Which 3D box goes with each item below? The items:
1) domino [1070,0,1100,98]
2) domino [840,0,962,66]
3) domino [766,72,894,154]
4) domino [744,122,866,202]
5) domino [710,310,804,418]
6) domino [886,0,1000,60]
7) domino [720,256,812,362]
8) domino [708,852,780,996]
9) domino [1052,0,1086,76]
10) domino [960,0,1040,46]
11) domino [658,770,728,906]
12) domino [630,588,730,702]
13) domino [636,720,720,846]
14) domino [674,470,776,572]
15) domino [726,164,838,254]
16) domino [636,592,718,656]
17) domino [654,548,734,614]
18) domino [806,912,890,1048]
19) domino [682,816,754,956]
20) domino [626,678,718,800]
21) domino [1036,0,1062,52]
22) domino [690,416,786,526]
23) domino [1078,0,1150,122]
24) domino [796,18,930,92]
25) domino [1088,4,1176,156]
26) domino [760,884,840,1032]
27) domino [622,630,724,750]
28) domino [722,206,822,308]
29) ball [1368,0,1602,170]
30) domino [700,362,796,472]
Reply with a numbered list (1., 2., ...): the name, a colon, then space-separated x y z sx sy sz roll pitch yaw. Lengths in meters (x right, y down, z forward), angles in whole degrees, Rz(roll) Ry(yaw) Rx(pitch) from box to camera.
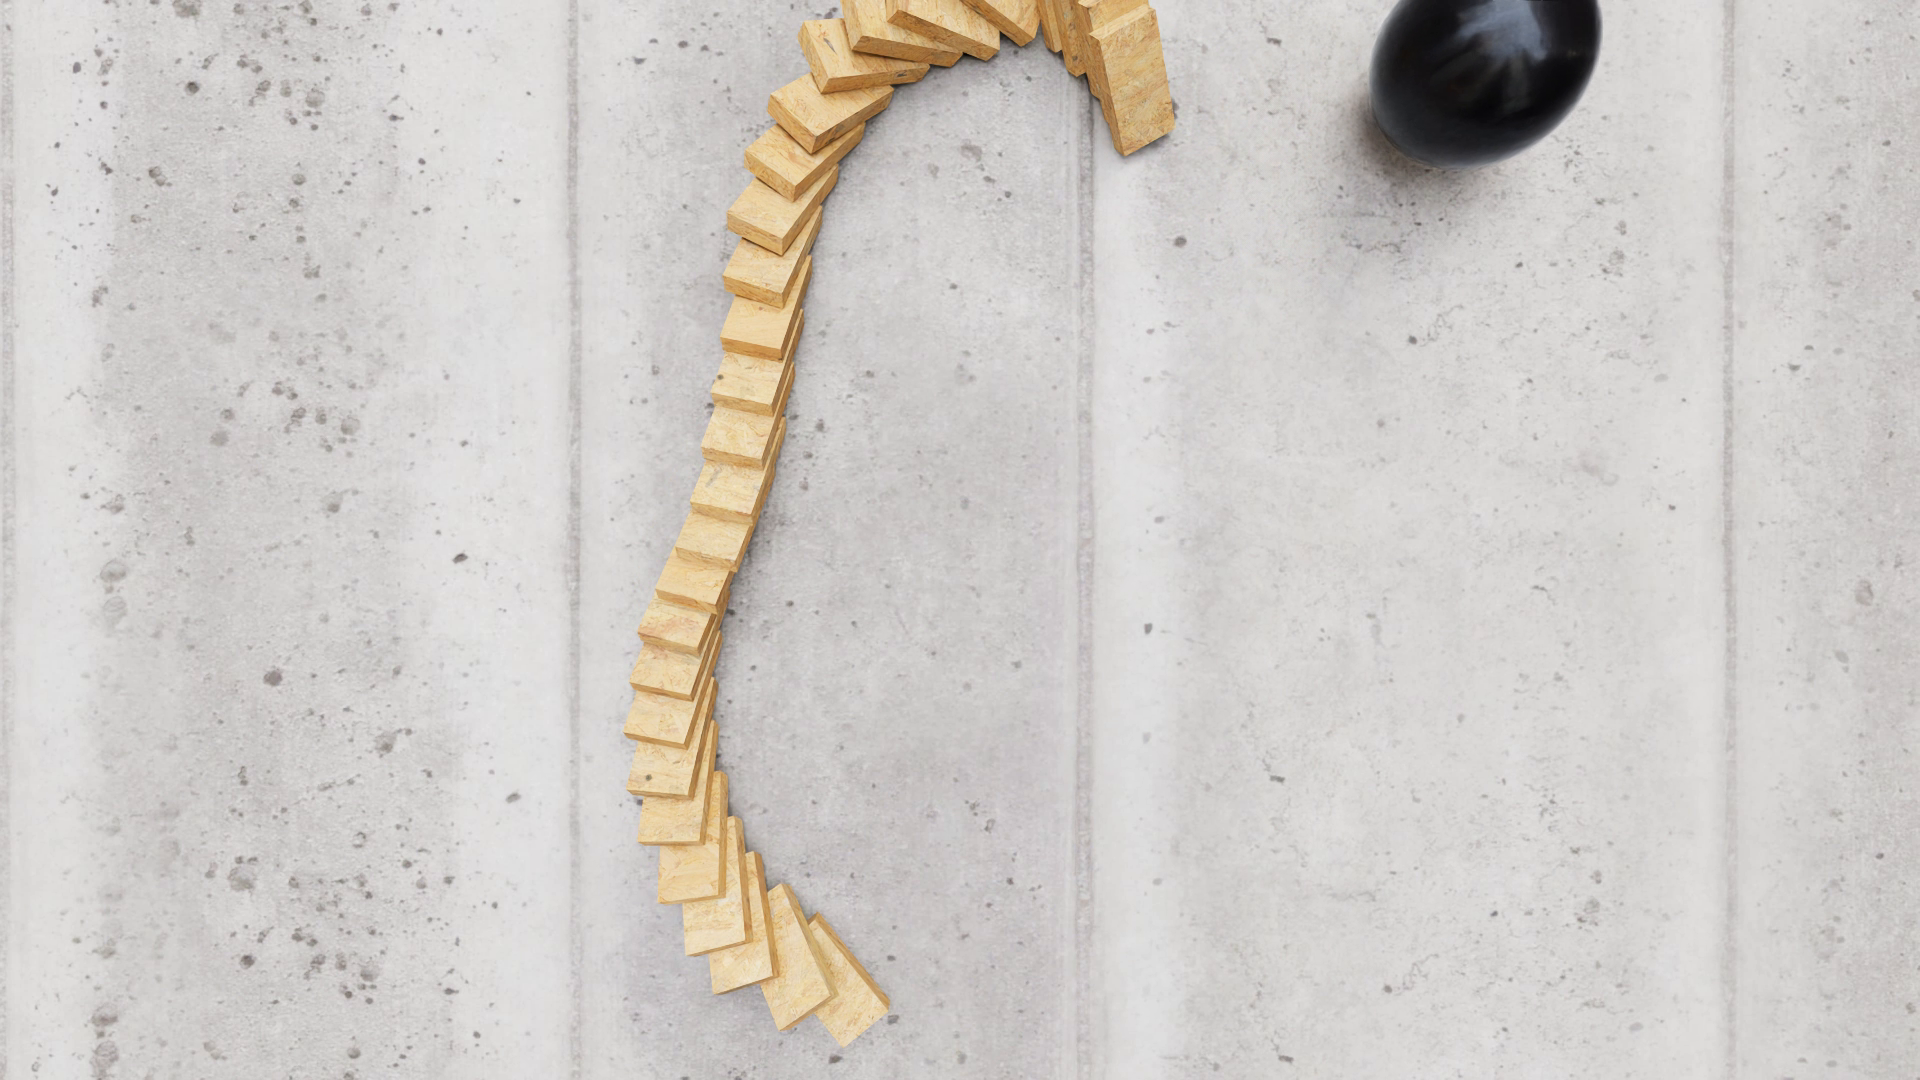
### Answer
1. domino: 0.062 -0.213 0.379 0.025 0.050 0.009 -29 47 0
2. domino: -0.024 -0.215 0.381 0.050 0.010 0.025 -11 87 -36
3. domino: -0.054 -0.184 0.383 0.025 0.010 0.050 43 59 0
4. domino: -0.065 -0.166 0.384 0.025 0.009 0.050 36 62 0
5. domino: -0.084 -0.077 0.385 0.025 0.009 0.050 12 64 0
6. domino: -0.007 -0.222 0.381 0.050 0.009 0.025 1 86 -35
7. domino: -0.081 -0.100 0.385 0.025 0.009 0.050 12 65 0
8. domino: -0.093 0.160 0.384 0.025 0.010 0.050 -18 61 1
9. domino: 0.052 -0.223 0.378 0.025 0.050 0.009 -27 47 -2
10. domino: 0.013 -0.233 0.382 0.050 0.010 0.025 20 84 -32
11. domino: -0.111 0.124 0.383 0.025 0.009 0.050 -8 61 3
12. domino: -0.116 0.040 0.384 0.025 0.010 0.050 12 61 0
13. domino: -0.117 0.101 0.384 0.025 0.010 0.050 0 62 0
14. domino: -0.097 -0.013 0.383 0.025 0.010 0.050 14 59 0
15. domino: -0.074 -0.144 0.384 0.025 0.009 0.050 25 62 1
16. domino: -0.112 0.021 0.383 0.025 0.010 0.050 15 59 0
17. domino: -0.105 0.004 0.383 0.025 0.009 0.050 15 59 0
18. domino: -0.056 0.189 0.395 0.025 0.009 0.050 -39 90 0
19. domino: -0.102 0.144 0.383 0.025 0.010 0.050 -15 61 2
20. domino: -0.119 0.082 0.383 0.025 0.010 0.050 5 60 1
21. domino: 0.043 -0.233 0.378 0.025 0.050 0.009 -27 47 -2
22. domino: -0.092 -0.032 0.383 0.025 0.010 0.050 12 59 0
23. domino: 0.068 -0.201 0.379 0.025 0.050 0.009 -29 47 0
24. domino: -0.040 -0.204 0.383 0.050 0.010 0.025 -24 90 -30
25. domino: 0.072 -0.189 0.379 0.025 0.050 0.010 -29 47 0
26. domino: -0.073 0.174 0.383 0.025 0.009 0.050 -35 60 0
27. domino: -0.119 0.060 0.384 0.025 0.009 0.050 11 61 0
28. domino: -0.078 -0.123 0.385 0.025 0.009 0.050 17 64 0
29. ball: 0.204 -0.188 0.360 0.080 0.080 0.080 0 90 0
30. domino: -0.088 -0.055 0.384 0.025 0.009 0.050 12 63 0
